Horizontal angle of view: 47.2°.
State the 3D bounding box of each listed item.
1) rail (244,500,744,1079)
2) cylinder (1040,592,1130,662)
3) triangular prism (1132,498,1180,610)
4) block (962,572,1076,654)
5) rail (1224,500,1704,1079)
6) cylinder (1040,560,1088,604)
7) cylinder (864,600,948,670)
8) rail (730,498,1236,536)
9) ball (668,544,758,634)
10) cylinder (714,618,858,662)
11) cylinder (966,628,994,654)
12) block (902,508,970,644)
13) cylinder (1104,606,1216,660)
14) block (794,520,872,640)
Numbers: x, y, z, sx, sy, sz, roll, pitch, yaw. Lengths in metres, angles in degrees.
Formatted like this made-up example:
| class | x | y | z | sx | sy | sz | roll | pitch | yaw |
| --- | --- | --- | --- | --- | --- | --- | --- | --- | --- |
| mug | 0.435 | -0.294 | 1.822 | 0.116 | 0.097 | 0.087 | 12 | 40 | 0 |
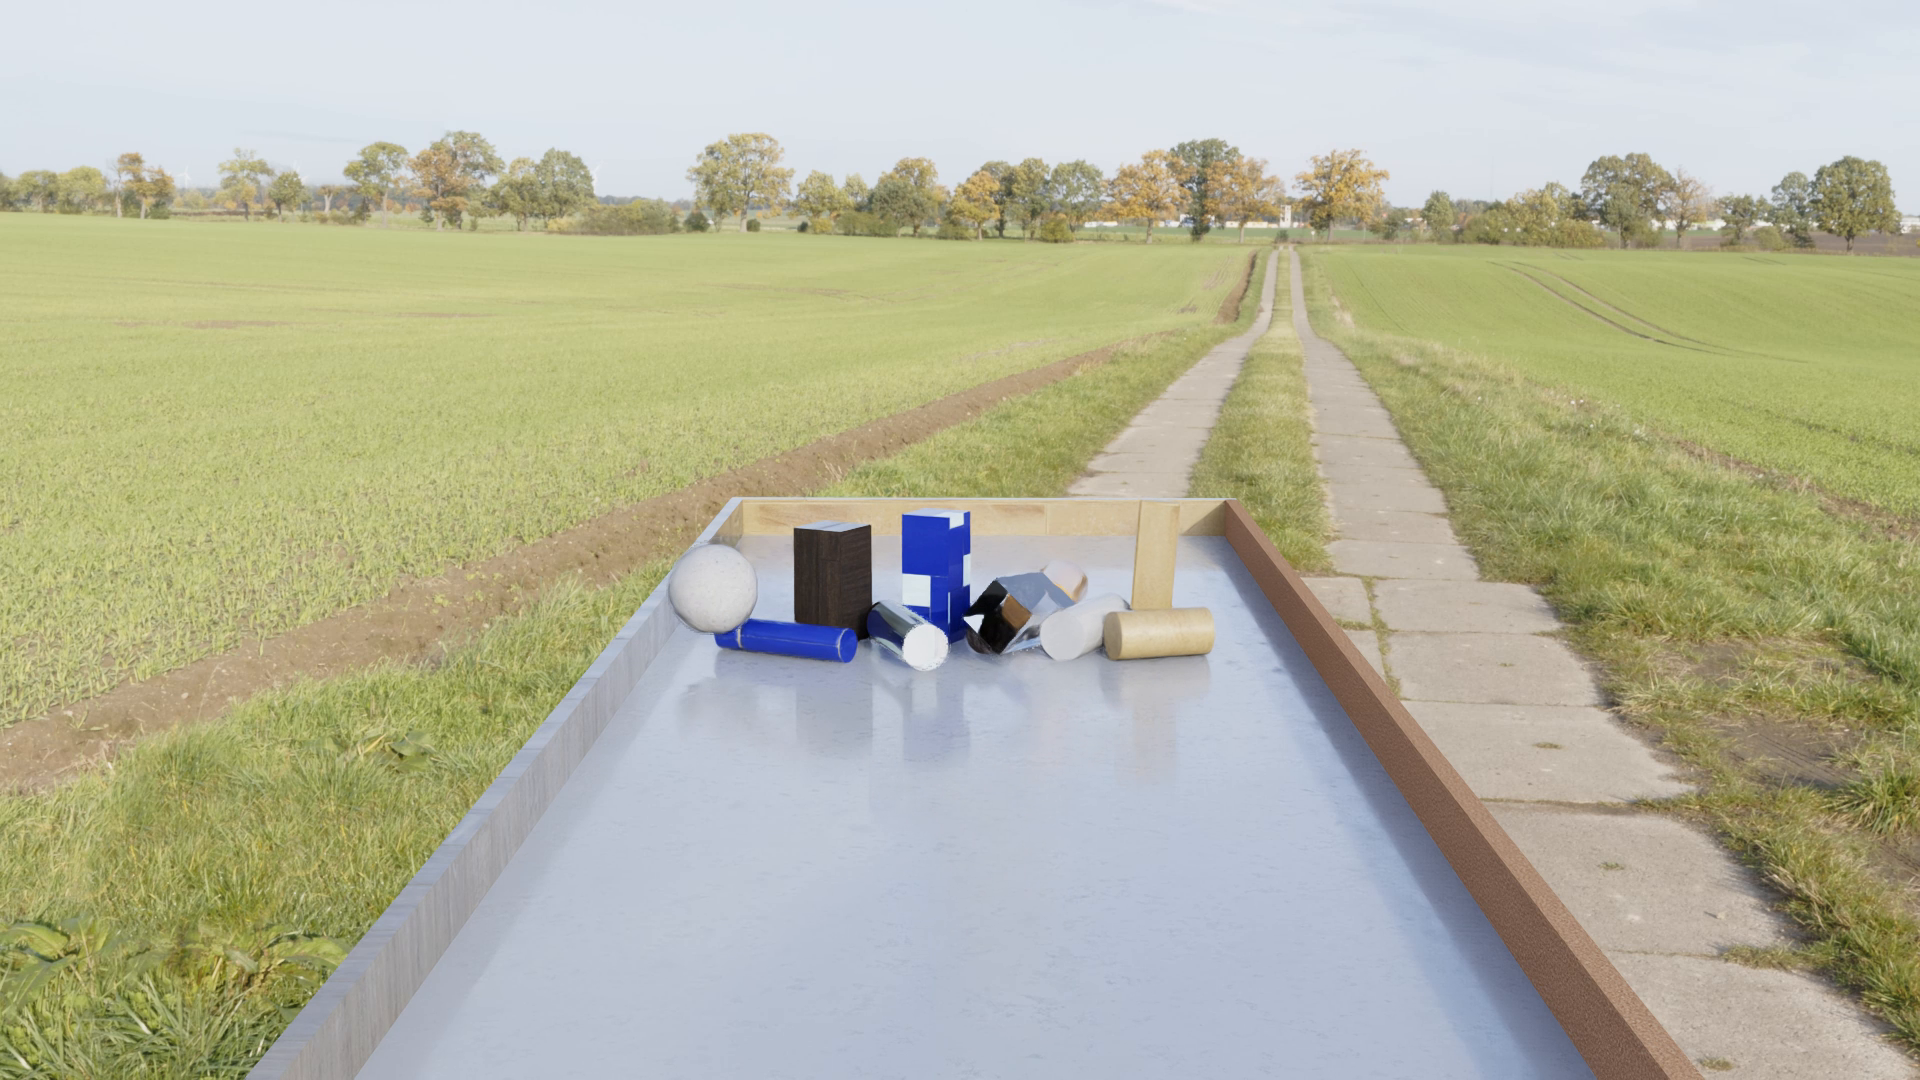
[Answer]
| class | x | y | z | sx | sy | sz | roll | pitch | yaw |
| --- | --- | --- | --- | --- | --- | --- | --- | --- | --- |
| rail | -1.004 | 0.839 | 3.234 | 0.050 | 0.150 | 12.000 | 0 | 9 | 1 |
| cylinder | 0.395 | 0.268 | 6.833 | 0.151 | 0.151 | 0.368 | 5 | 10 | 27 |
| triangular prism | 0.597 | 0.097 | 6.943 | 0.131 | 0.450 | 0.114 | 4 | 4 | -13 |
| block | 0.188 | 0.220 | 6.754 | 0.161 | 0.161 | 0.425 | 44 | 16 | 14 |
| rail | 1.046 | 0.843 | 3.208 | 0.050 | 0.150 | 12.000 | 0 | 9 | 1 |
| cylinder | 0.312 | 0.188 | 7.252 | 0.179 | 0.179 | 0.436 | 1 | 9 | 9 |
| cylinder | -0.168 | 0.289 | 6.740 | 0.141 | 0.141 | 0.426 | -3 | 9 | -18 |
| rail | 0.099 | -0.098 | 9.147 | 2.100 | 0.150 | 0.050 | 0 | 9 | 1 |
| ball | -0.755 | 0.149 | 6.737 | 0.275 | 0.275 | 0.275 | 0 | 9 | 0 |
| cylinder | -0.538 | 0.303 | 6.765 | 0.456 | 0.104 | 0.104 | 5 | 10 | 28 |
| cylinder | 0.114 | 0.269 | 6.966 | 0.109 | 0.109 | 0.387 | 2 | 9 | 12 |
| block | -0.075 | 0.114 | 6.995 | 0.162 | 0.405 | 0.162 | 4 | 10 | 25 |
| cylinder | 0.610 | 0.284 | 6.737 | 0.307 | 0.148 | 0.148 | -2 | 9 | -18 |
| block | -0.404 | 0.135 | 6.995 | 0.179 | 0.364 | 0.179 | 5 | 10 | 29 |
